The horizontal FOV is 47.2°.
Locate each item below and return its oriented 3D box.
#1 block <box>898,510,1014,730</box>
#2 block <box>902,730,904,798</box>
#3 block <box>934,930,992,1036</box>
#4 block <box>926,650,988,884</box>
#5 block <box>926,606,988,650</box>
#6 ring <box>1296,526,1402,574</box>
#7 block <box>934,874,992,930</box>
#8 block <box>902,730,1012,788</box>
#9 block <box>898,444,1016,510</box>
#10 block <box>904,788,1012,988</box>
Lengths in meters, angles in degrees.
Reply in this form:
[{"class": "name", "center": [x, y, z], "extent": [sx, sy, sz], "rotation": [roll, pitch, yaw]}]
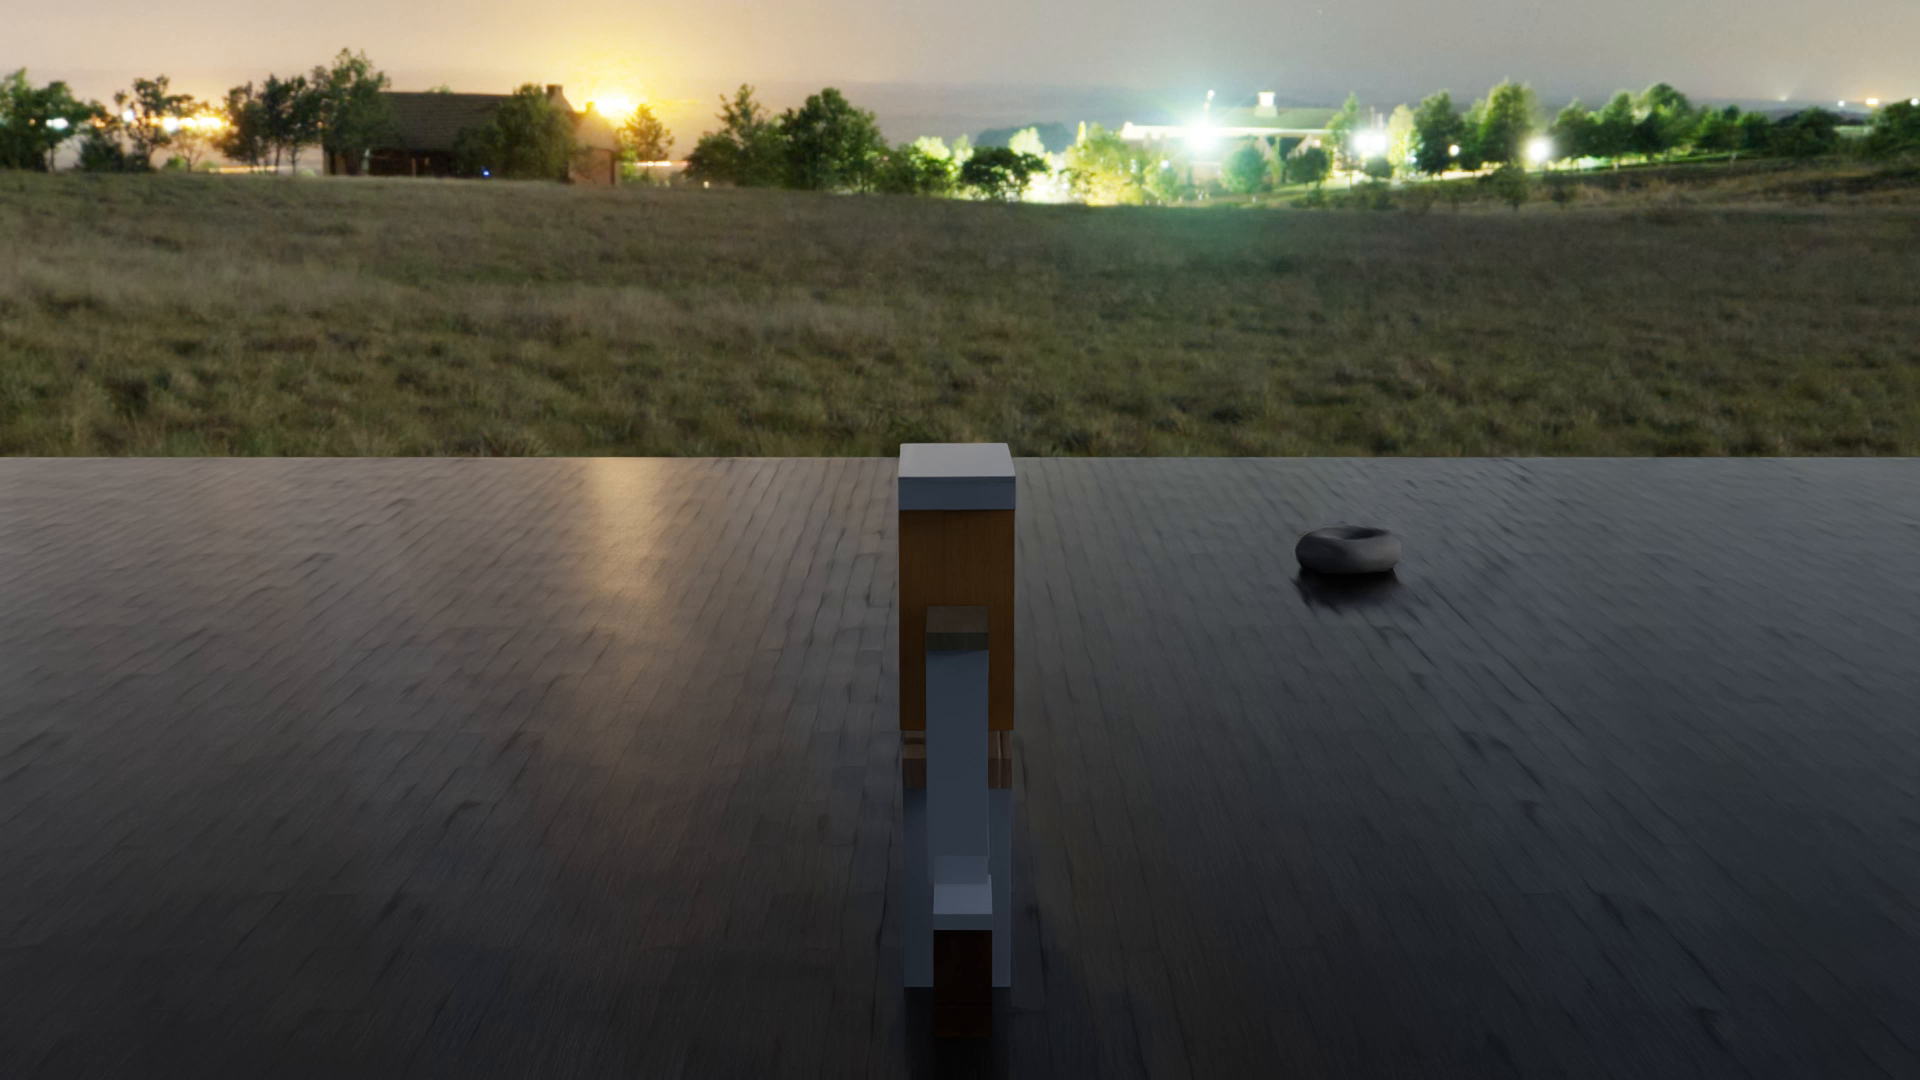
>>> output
[{"class": "block", "center": [-0.005, 0.114, 3.314], "extent": [0.172, 0.345, 0.049], "rotation": [0, 11, 0]}, {"class": "block", "center": [-0.010, 0.159, 3.557], "extent": [0.172, 0.522, 0.049], "rotation": [0, 11, 0]}, {"class": "block", "center": [0.004, 0.615, 3.085], "extent": [0.082, 0.164, 0.023], "rotation": [0, 11, 0]}, {"class": "block", "center": [-0.004, 0.320, 3.141], "extent": [0.088, 0.349, 0.025], "rotation": [0, 11, 0]}, {"class": "block", "center": [-0.004, 0.126, 3.164], "extent": [0.088, 0.025, 0.175], "rotation": [0, 11, 0]}, {"class": "ring", "center": [1.131, 0.030, 6.400], "extent": [0.307, 0.102, 0.307], "rotation": [-2, 11, 0]}, {"class": "block", "center": [0.004, 0.513, 3.121], "extent": [0.082, 0.023, 0.164], "rotation": [0, 11, 0]}, {"class": "block", "center": [-0.004, 0.308, 3.332], "extent": [0.158, 0.045, 0.316], "rotation": [0, 11, 0]}, {"class": "block", "center": [-0.007, -0.100, 3.390], "extent": [0.172, 0.049, 0.345], "rotation": [0, 11, -1]}, {"class": "block", "center": [-0.004, 0.505, 3.262], "extent": [0.158, 0.316, 0.045], "rotation": [0, 11, 0]}]
